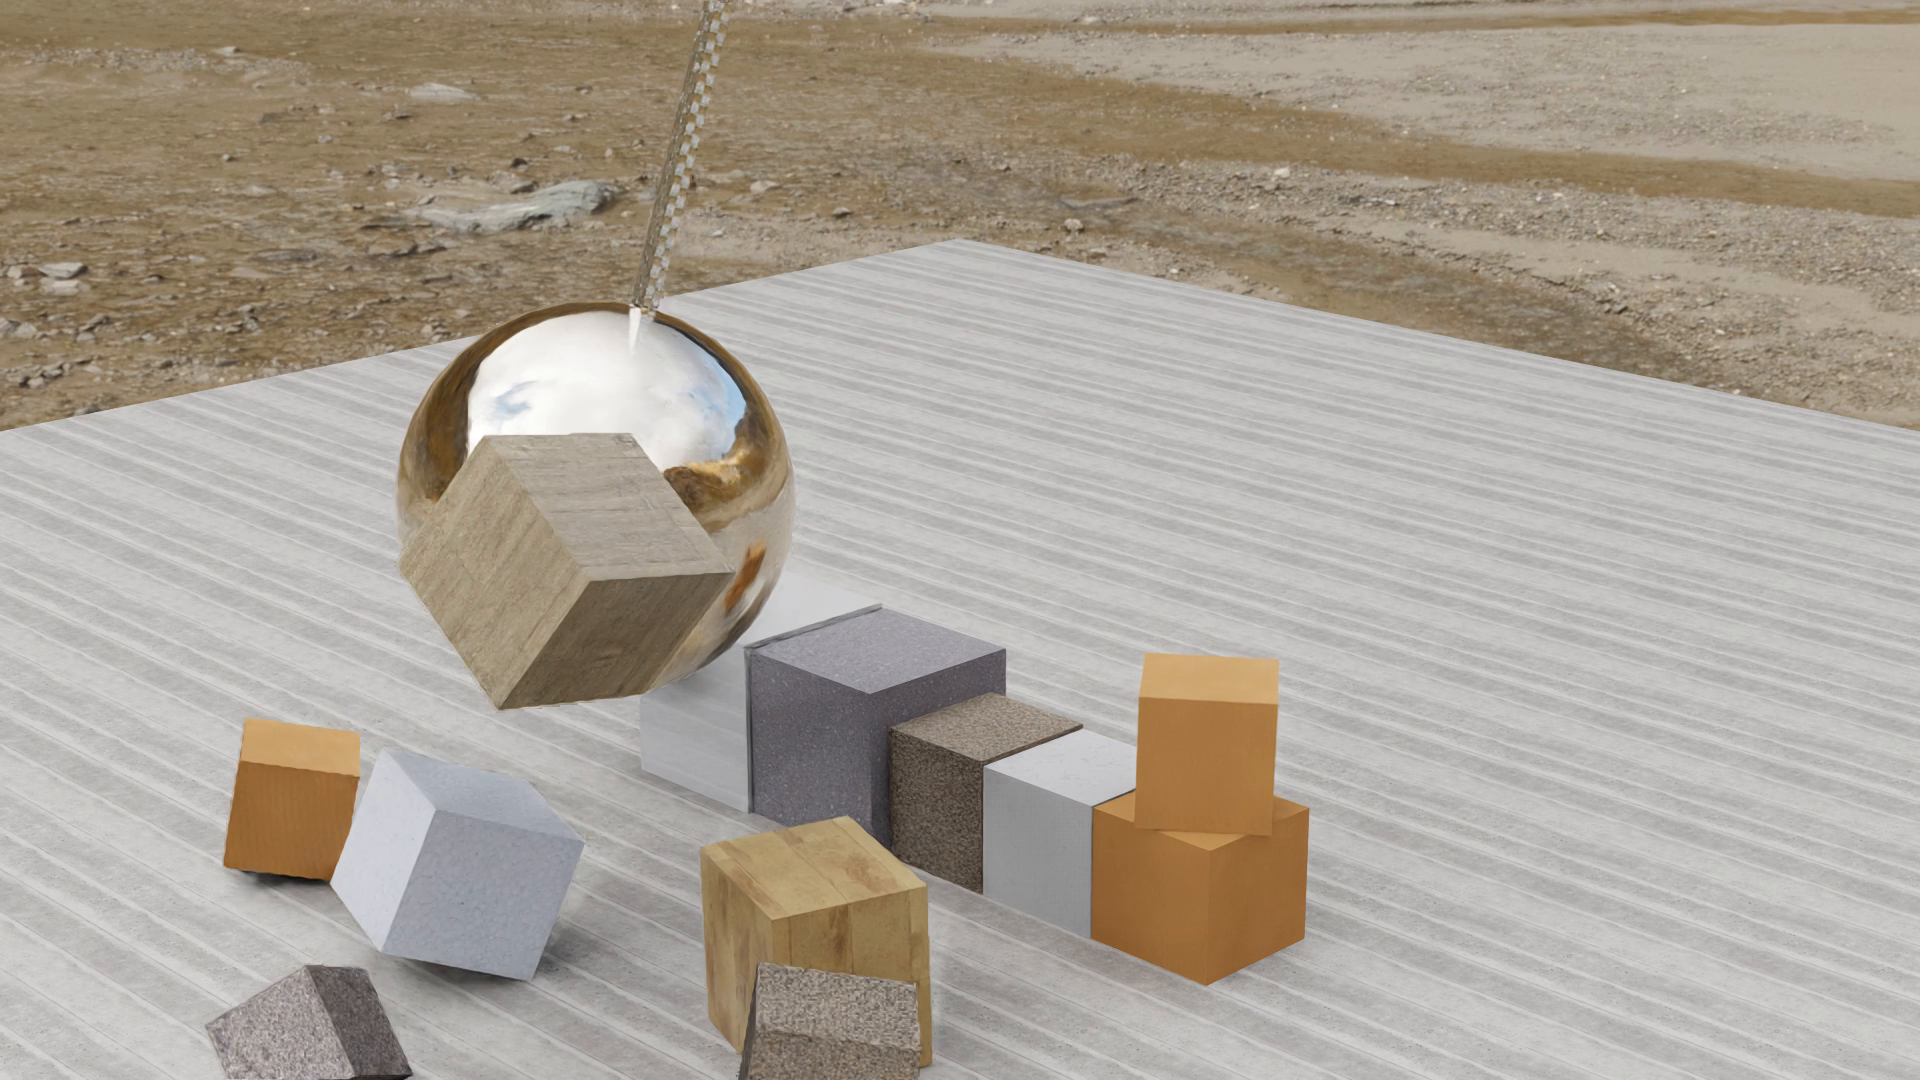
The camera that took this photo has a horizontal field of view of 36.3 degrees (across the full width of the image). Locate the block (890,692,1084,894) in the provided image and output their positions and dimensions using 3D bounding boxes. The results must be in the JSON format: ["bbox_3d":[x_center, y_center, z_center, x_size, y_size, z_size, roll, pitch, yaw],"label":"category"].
[{"bbox_3d":[0.121,1.161,13.574,0.666,0.646,0.597,-17,24,-42],"label":"block"}]

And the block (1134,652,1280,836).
[{"bbox_3d":[1.058,0.866,12.530,0.578,0.591,0.550,3,18,6],"label":"block"}]

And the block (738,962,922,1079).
[{"bbox_3d":[-0.491,1.960,10.602,0.588,0.612,0.564,9,15,-6],"label":"block"}]

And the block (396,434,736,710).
[{"bbox_3d":[-1.371,0.097,10.204,0.723,0.629,0.691,-3,48,-53],"label":"block"}]

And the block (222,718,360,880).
[{"bbox_3d":[-3.058,1.186,13.443,0.527,0.523,0.534,9,16,-14],"label":"block"}]

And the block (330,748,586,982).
[{"bbox_3d":[-2.141,1.375,12.465,0.703,0.647,0.708,17,8,-33],"label":"block"}]

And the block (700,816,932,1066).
[{"bbox_3d":[-0.581,1.659,11.745,0.655,0.775,0.777,-10,20,-24],"label":"block"}]

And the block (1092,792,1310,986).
[{"bbox_3d":[1.039,1.447,12.713,0.659,0.617,0.657,-17,24,-42],"label":"block"}]

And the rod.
[{"bbox_3d":[-0.631,-3.454,11.594,0.080,5.200,0.080,17,4,42],"label":"rod"}]

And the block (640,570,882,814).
[{"bbox_3d":[-0.990,0.727,14.591,0.900,0.863,0.813,-17,24,-42],"label":"block"}]

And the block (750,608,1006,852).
[{"bbox_3d":[-0.387,0.915,14.047,0.887,0.831,0.830,-17,24,-42],"label":"block"}]

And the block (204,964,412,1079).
[{"bbox_3d":[-2.414,1.895,10.893,0.458,0.452,0.475,-31,-16,9],"label":"block"}]

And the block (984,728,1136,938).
[{"bbox_3d":[0.566,1.305,13.149,0.651,0.625,0.655,17,24,42],"label":"block"}]

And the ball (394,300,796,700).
[{"bbox_3d":[-1.457,-0.160,11.764,1.600,1.600,1.600,0,17,0],"label":"ball"}]
